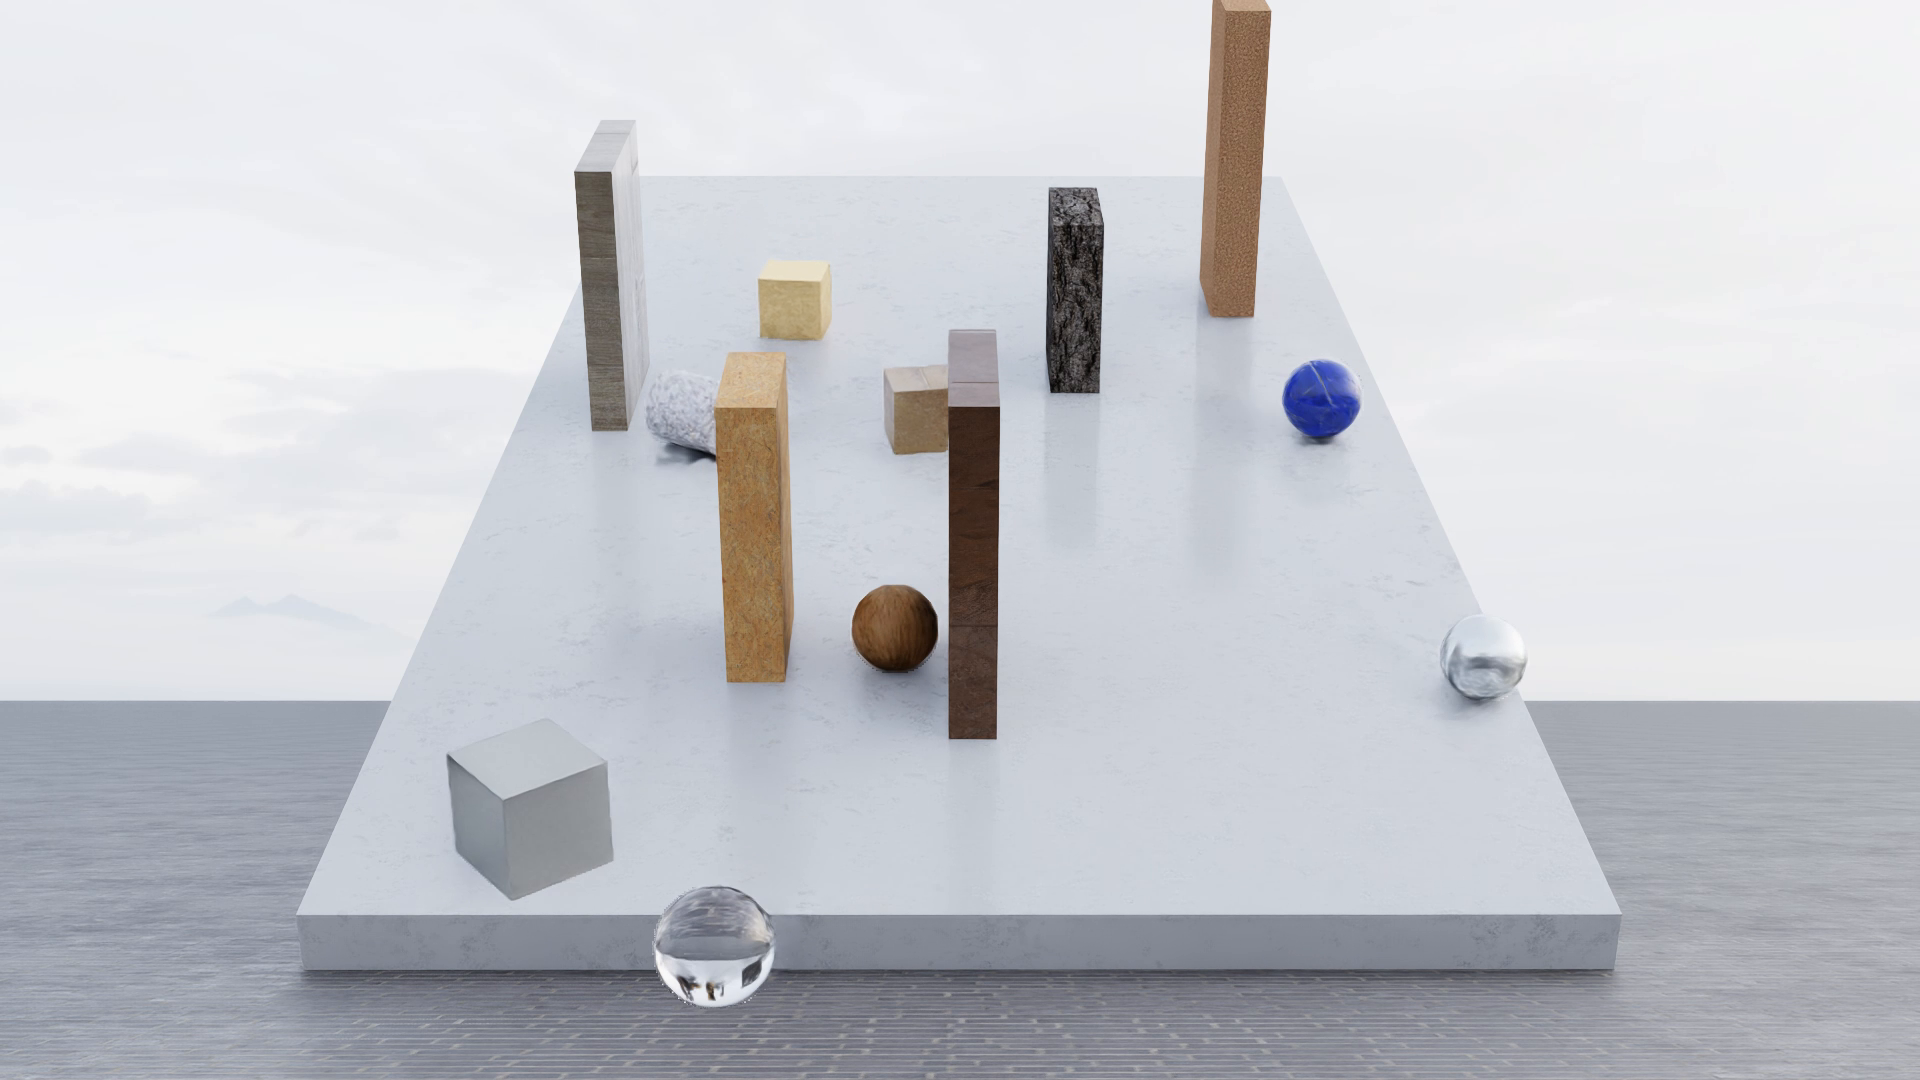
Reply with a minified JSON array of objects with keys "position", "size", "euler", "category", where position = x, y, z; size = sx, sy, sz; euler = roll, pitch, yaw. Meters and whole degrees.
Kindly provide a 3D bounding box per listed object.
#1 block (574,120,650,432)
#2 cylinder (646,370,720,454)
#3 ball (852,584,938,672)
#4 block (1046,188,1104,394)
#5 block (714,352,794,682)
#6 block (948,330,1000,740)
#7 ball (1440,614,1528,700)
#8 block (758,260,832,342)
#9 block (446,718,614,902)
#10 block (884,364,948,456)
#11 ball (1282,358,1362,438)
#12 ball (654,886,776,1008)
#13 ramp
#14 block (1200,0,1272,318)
[{"position":[-0.790,-0.609,5.344],"size":[0.081,0.602,0.432],"euler":[0,25,0],"category":"block"},{"position":[-0.579,-0.282,5.150],"size":[0.160,0.160,0.160],"euler":[16,5,31],"category":"cylinder"},{"position":[-0.117,0.158,4.218],"size":[0.158,0.158,0.158],"euler":[0,-4,0],"category":"ball"},{"position":[0.270,-0.595,5.548],"size":[0.115,0.409,0.306],"euler":[0,25,0],"category":"block"},{"position":[-0.366,-0.042,4.206],"size":[0.105,0.529,0.274],"euler":[0,25,0],"category":"block"},{"position":[0.022,-0.013,4.047],"size":[0.083,0.612,0.368],"euler":[0,25,0],"category":"block"},{"position":[0.923,0.206,4.126],"size":[0.152,0.152,0.152],"euler":[0,-4,0],"category":"ball"},{"position":[-0.413,-0.601,5.860],"size":[0.156,0.156,0.156],"euler":[3,25,6],"category":"block"},{"position":[-0.668,0.415,3.632],"size":[0.180,0.180,0.180],"euler":[-19,31,-35],"category":"block"},{"position":[-0.084,-0.291,5.199],"size":[0.149,0.149,0.149],"euler":[-4,25,-9],"category":"block"},{"position":[0.809,-0.318,5.227],"size":[0.178,0.178,0.178],"euler":[0,-4,0],"category":"ball"},{"position":[-0.329,0.546,3.144],"size":[0.162,0.162,0.162],"euler":[0,-4,0],"category":"ball"},{"position":[-0.009,-0.229,5.362],"size":[2.000,0.100,4.000],"euler":[0,25,0],"category":"ramp"},{"position":[0.697,-0.989,5.959],"size":[0.110,0.782,0.306],"euler":[0,25,0],"category":"block"}]
